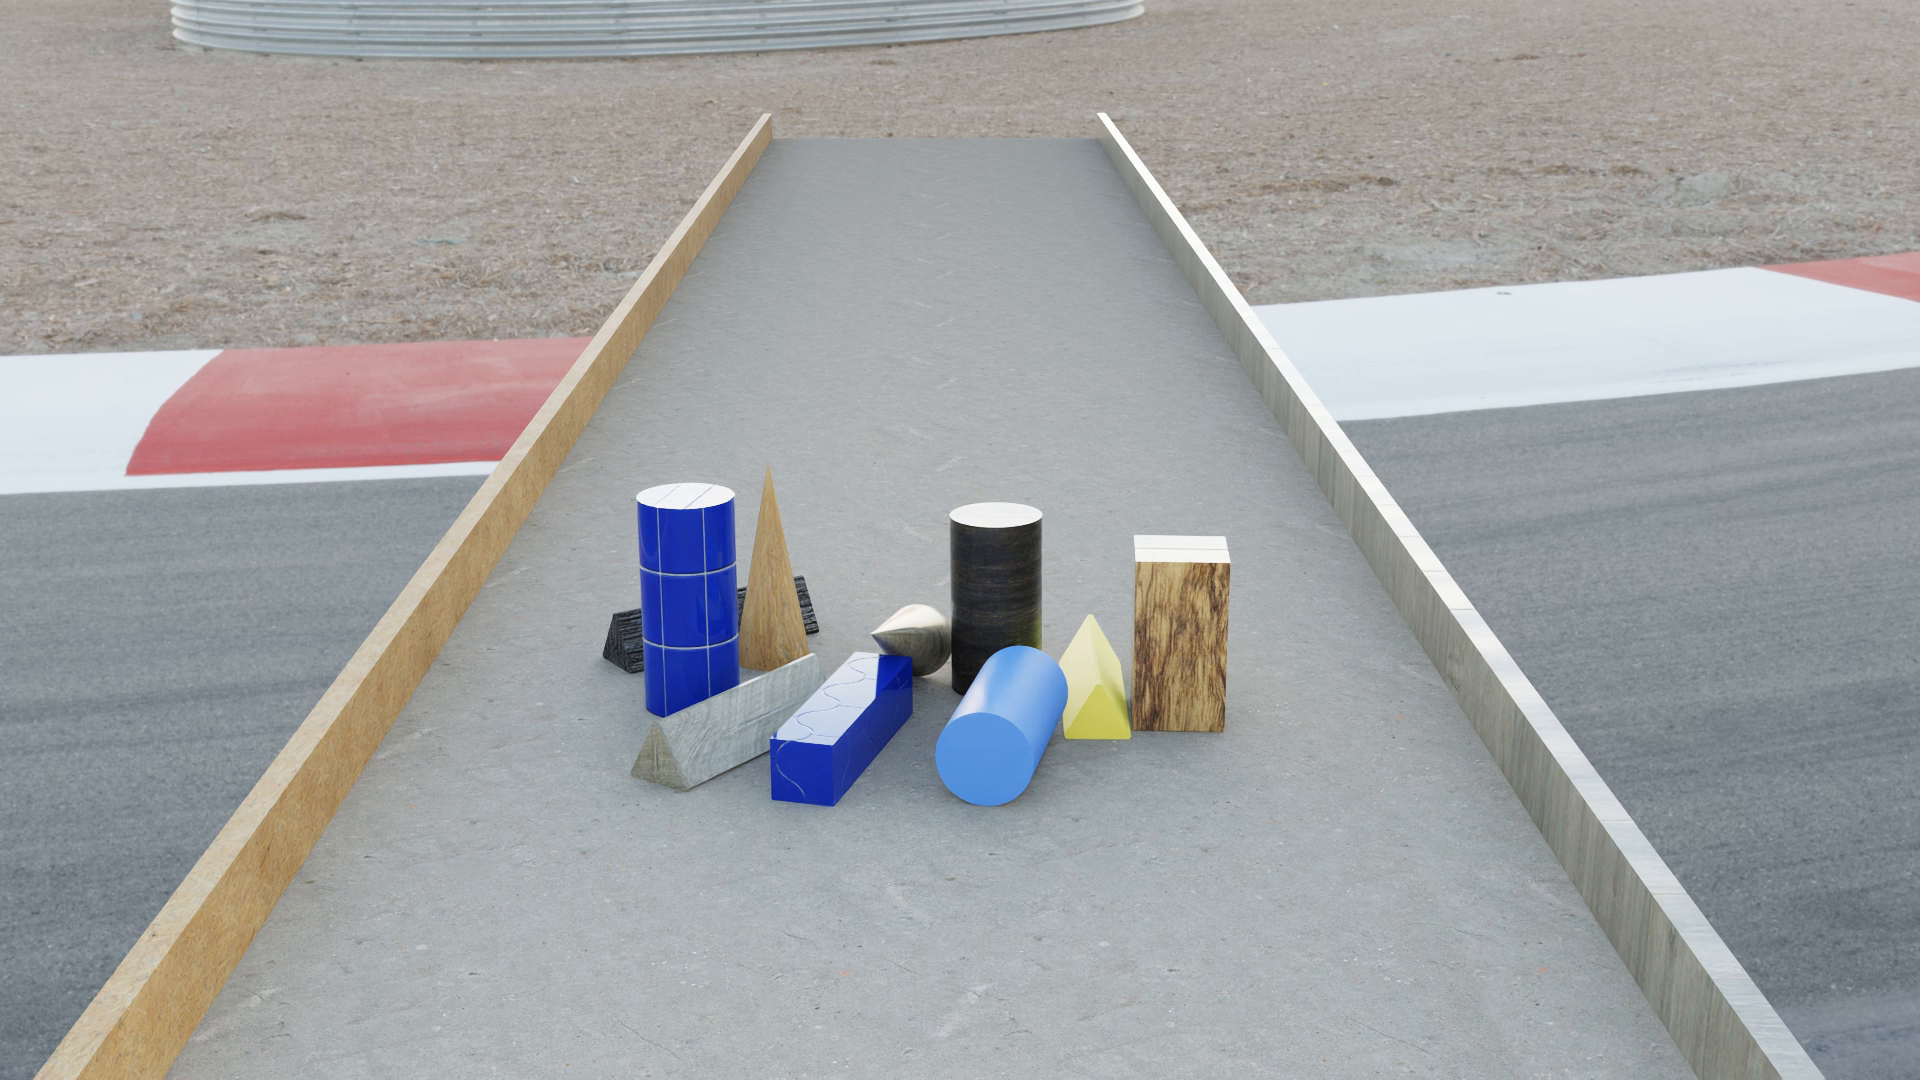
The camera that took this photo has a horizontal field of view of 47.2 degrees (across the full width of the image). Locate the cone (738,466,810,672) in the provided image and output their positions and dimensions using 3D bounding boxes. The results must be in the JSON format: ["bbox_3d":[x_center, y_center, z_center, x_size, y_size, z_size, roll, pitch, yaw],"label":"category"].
[{"bbox_3d":[-0.377,0.042,4.368,0.153,0.410,0.153,0,17,0],"label":"cone"}]

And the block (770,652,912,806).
[{"bbox_3d":[-0.205,0.330,3.920,0.112,0.112,0.456,5,17,15],"label":"block"}]

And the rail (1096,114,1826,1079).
[{"bbox_3d":[0.932,-0.844,7.801,0.050,0.150,12.000,0,17,-1],"label":"rail"}]

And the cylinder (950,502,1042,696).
[{"bbox_3d":[0.070,0.117,4.227,0.176,0.345,0.176,0,16,0],"label":"cylinder"}]

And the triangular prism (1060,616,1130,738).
[{"bbox_3d":[0.255,0.254,4.182,0.120,0.104,0.397,0,17,1],"label":"triangular prism"}]

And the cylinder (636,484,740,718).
[{"bbox_3d":[-0.507,0.115,4.122,0.180,0.410,0.180,0,17,0],"label":"cylinder"}]

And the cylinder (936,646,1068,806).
[{"bbox_3d":[0.078,0.321,3.852,0.169,0.169,0.344,4,17,12],"label":"cylinder"}]

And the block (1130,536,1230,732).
[{"bbox_3d":[0.406,0.172,4.077,0.169,0.325,0.169,1,16,3],"label":"block"}]

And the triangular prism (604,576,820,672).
[{"bbox_3d":[-0.506,0.161,4.489,0.436,0.107,0.123,-11,20,-34],"label":"triangular prism"}]

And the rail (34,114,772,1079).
[{"bbox_3d":[-1.118,-0.838,7.780,0.050,0.150,12.000,0,17,-1],"label":"rail"}]

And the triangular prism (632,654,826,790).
[{"bbox_3d":[-0.397,0.316,3.958,0.129,0.112,0.432,11,20,33],"label":"triangular prism"}]

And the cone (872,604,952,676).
[{"bbox_3d":[-0.121,0.182,4.122,0.142,0.142,0.420,3,-4,11],"label":"cone"}]
